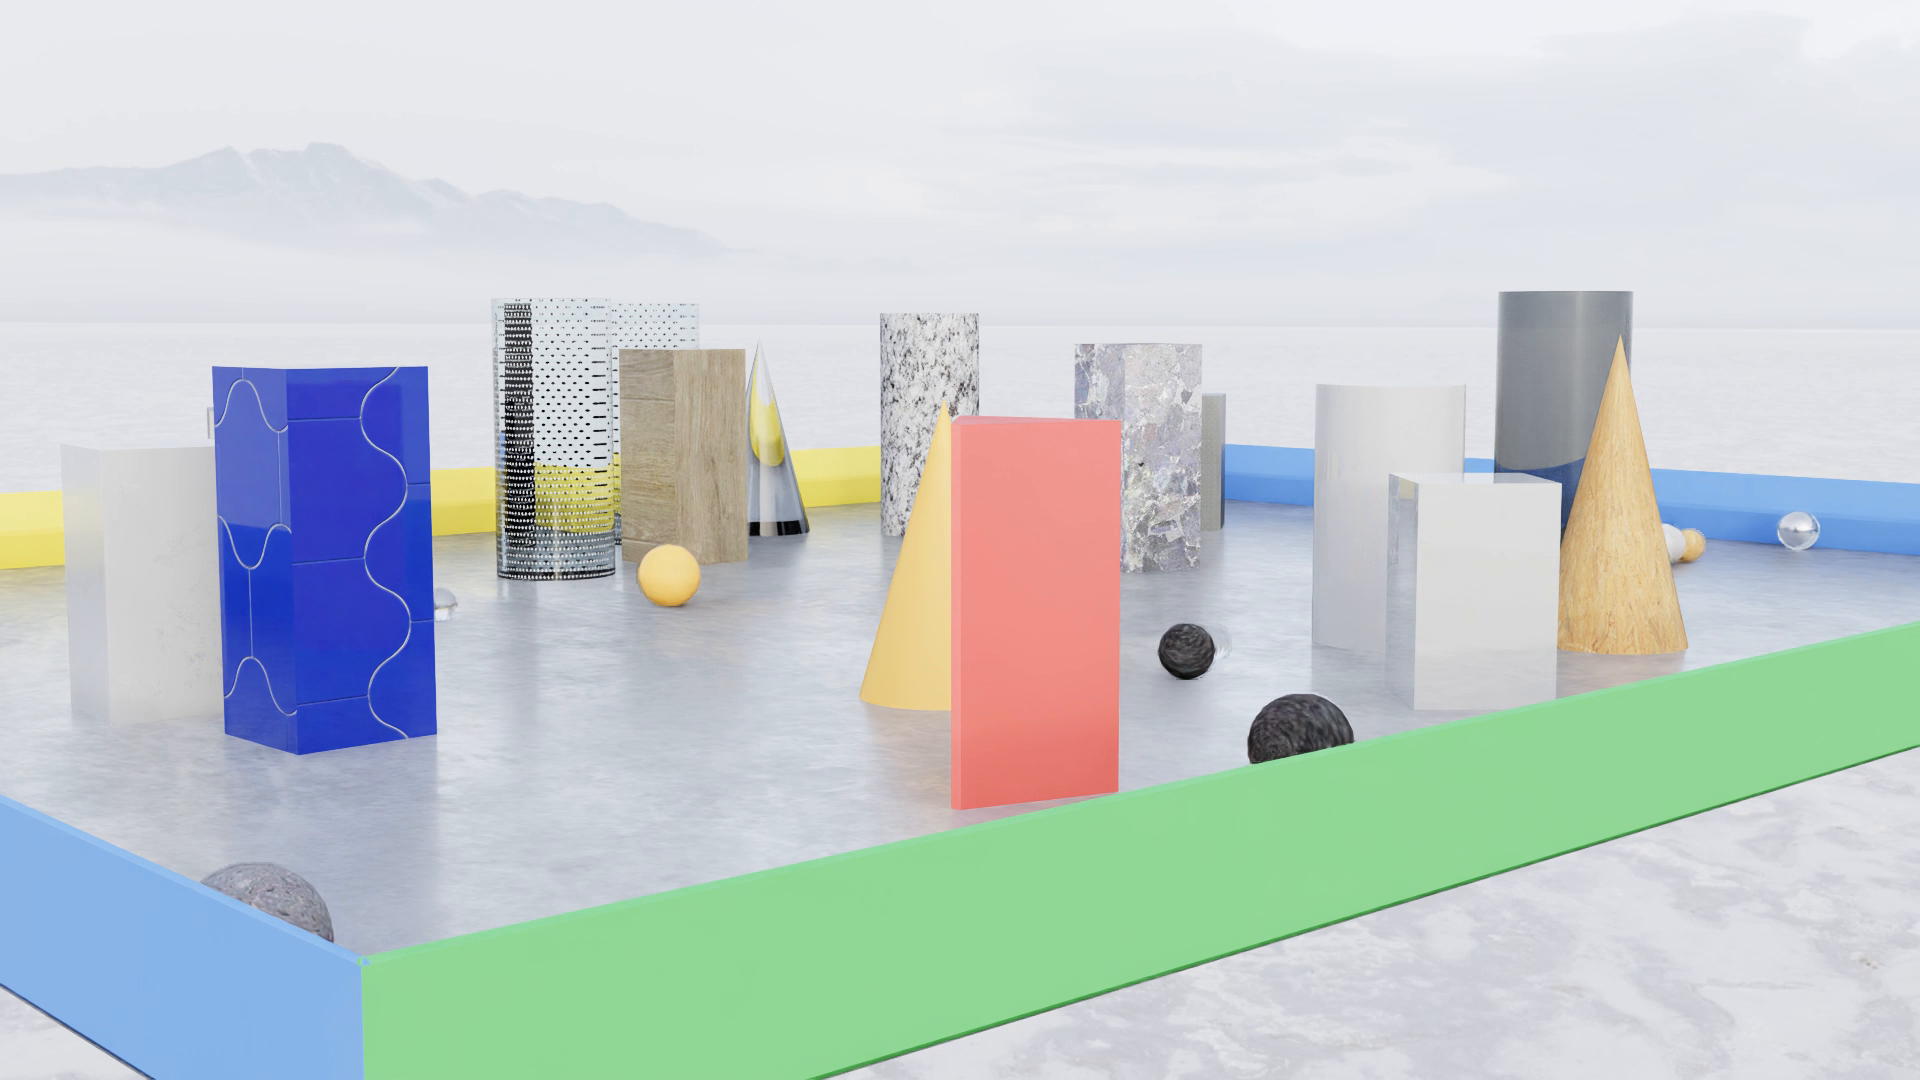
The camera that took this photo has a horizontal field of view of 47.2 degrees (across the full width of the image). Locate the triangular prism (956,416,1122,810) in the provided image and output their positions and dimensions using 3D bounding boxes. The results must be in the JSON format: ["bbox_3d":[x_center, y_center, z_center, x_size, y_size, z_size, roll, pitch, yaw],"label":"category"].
[{"bbox_3d":[0.038,0.059,2.056,0.172,0.345,0.149,-3,7,-27],"label":"triangular prism"}]

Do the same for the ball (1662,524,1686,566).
[{"bbox_3d":[1.230,0.009,3.845,0.074,0.074,0.074,0,6,0],"label":"ball"}]

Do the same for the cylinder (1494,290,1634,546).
[{"bbox_3d":[0.916,-0.141,3.353,0.199,0.473,0.199,0,6,0],"label":"cylinder"}]

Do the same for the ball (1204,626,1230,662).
[{"bbox_3d":[0.321,0.132,2.801,0.046,0.046,0.046,0,6,0],"label":"ball"}]

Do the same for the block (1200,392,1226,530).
[{"bbox_3d":[0.464,-0.164,4.541,0.159,0.273,0.159,1,6,10],"label":"block"}]

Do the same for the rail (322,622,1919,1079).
[{"bbox_3d":[0.981,0.144,2.275,3.505,0.129,0.045,-5,8,-42],"label":"rail"}]

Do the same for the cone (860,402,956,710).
[{"bbox_3d":[-0.018,0.009,2.539,0.199,0.345,0.199,0,6,0],"label":"cone"}]

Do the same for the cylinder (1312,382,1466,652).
[{"bbox_3d":[0.577,-0.037,2.963,0.199,0.348,0.199,0,6,0],"label":"cylinder"}]

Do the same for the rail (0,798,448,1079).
[{"bbox_3d":[-1.270,0.155,2.166,0.045,0.129,2.940,-5,8,-42],"label":"rail"}]

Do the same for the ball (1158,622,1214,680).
[{"bbox_3d":[0.275,0.135,2.666,0.068,0.068,0.068,0,6,0],"label":"ball"}]

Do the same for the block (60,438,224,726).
[{"bbox_3d":[-0.896,0.041,2.460,0.159,0.297,0.159,-4,7,-36],"label":"block"}]

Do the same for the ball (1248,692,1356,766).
[{"bbox_3d":[0.312,0.188,2.008,0.098,0.098,0.098,0,6,0],"label":"ball"}]

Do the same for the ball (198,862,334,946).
[{"bbox_3d":[-0.445,0.253,1.381,0.099,0.099,0.099,0,6,0],"label":"ball"}]

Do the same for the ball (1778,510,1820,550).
[{"bbox_3d":[1.566,-0.018,4.108,0.074,0.074,0.074,0,6,0],"label":"ball"}]

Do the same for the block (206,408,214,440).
[{"bbox_3d":[-1.132,-0.070,3.571,0.159,0.287,0.159,-2,6,-20],"label":"block"}]

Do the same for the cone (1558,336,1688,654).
[{"bbox_3d":[0.875,-0.067,2.936,0.199,0.414,0.199,0,6,0],"label":"cone"}]

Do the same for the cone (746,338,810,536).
[{"bbox_3d":[-0.403,-0.214,4.437,0.199,0.394,0.199,0,6,0],"label":"cone"}]

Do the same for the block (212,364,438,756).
[{"bbox_3d":[-0.664,0.012,2.302,0.159,0.387,0.159,-6,8,-44],"label":"block"}]

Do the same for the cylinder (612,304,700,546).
[{"bbox_3d":[-0.602,-0.227,4.255,0.199,0.459,0.199,0,6,0],"label":"cylinder"}]

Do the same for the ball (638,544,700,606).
[{"bbox_3d":[-0.439,0.053,3.321,0.094,0.094,0.094,0,6,0],"label":"ball"}]

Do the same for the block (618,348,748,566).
[{"bbox_3d":[-0.492,-0.151,3.913,0.159,0.377,0.159,-6,8,-44],"label":"block"}]

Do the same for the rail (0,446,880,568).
[{"bbox_3d":[-0.981,-0.077,4.389,3.505,0.129,0.045,-5,8,-42],"label":"rail"}]

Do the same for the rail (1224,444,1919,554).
[{"bbox_3d":[1.270,-0.088,4.498,0.045,0.129,2.940,-5,8,-42],"label":"rail"}]

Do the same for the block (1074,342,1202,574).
[{"bbox_3d":[0.308,-0.147,3.827,0.159,0.387,0.159,-3,7,-29],"label":"block"}]

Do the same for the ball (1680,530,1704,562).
[{"bbox_3d":[1.289,0.011,3.899,0.059,0.059,0.059,0,6,0],"label":"ball"}]

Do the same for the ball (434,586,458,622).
[{"bbox_3d":[-0.748,0.092,3.158,0.050,0.050,0.050,0,6,0],"label":"ball"}]

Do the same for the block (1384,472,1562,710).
[{"bbox_3d":[0.586,0.056,2.528,0.159,0.254,0.159,0,6,-1],"label":"block"}]

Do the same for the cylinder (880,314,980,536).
[{"bbox_3d":[-0.060,-0.234,4.408,0.199,0.440,0.199,0,6,0],"label":"cylinder"}]

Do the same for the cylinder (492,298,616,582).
[{"bbox_3d":[-0.685,-0.174,3.710,0.199,0.465,0.199,0,6,0],"label":"cylinder"}]
